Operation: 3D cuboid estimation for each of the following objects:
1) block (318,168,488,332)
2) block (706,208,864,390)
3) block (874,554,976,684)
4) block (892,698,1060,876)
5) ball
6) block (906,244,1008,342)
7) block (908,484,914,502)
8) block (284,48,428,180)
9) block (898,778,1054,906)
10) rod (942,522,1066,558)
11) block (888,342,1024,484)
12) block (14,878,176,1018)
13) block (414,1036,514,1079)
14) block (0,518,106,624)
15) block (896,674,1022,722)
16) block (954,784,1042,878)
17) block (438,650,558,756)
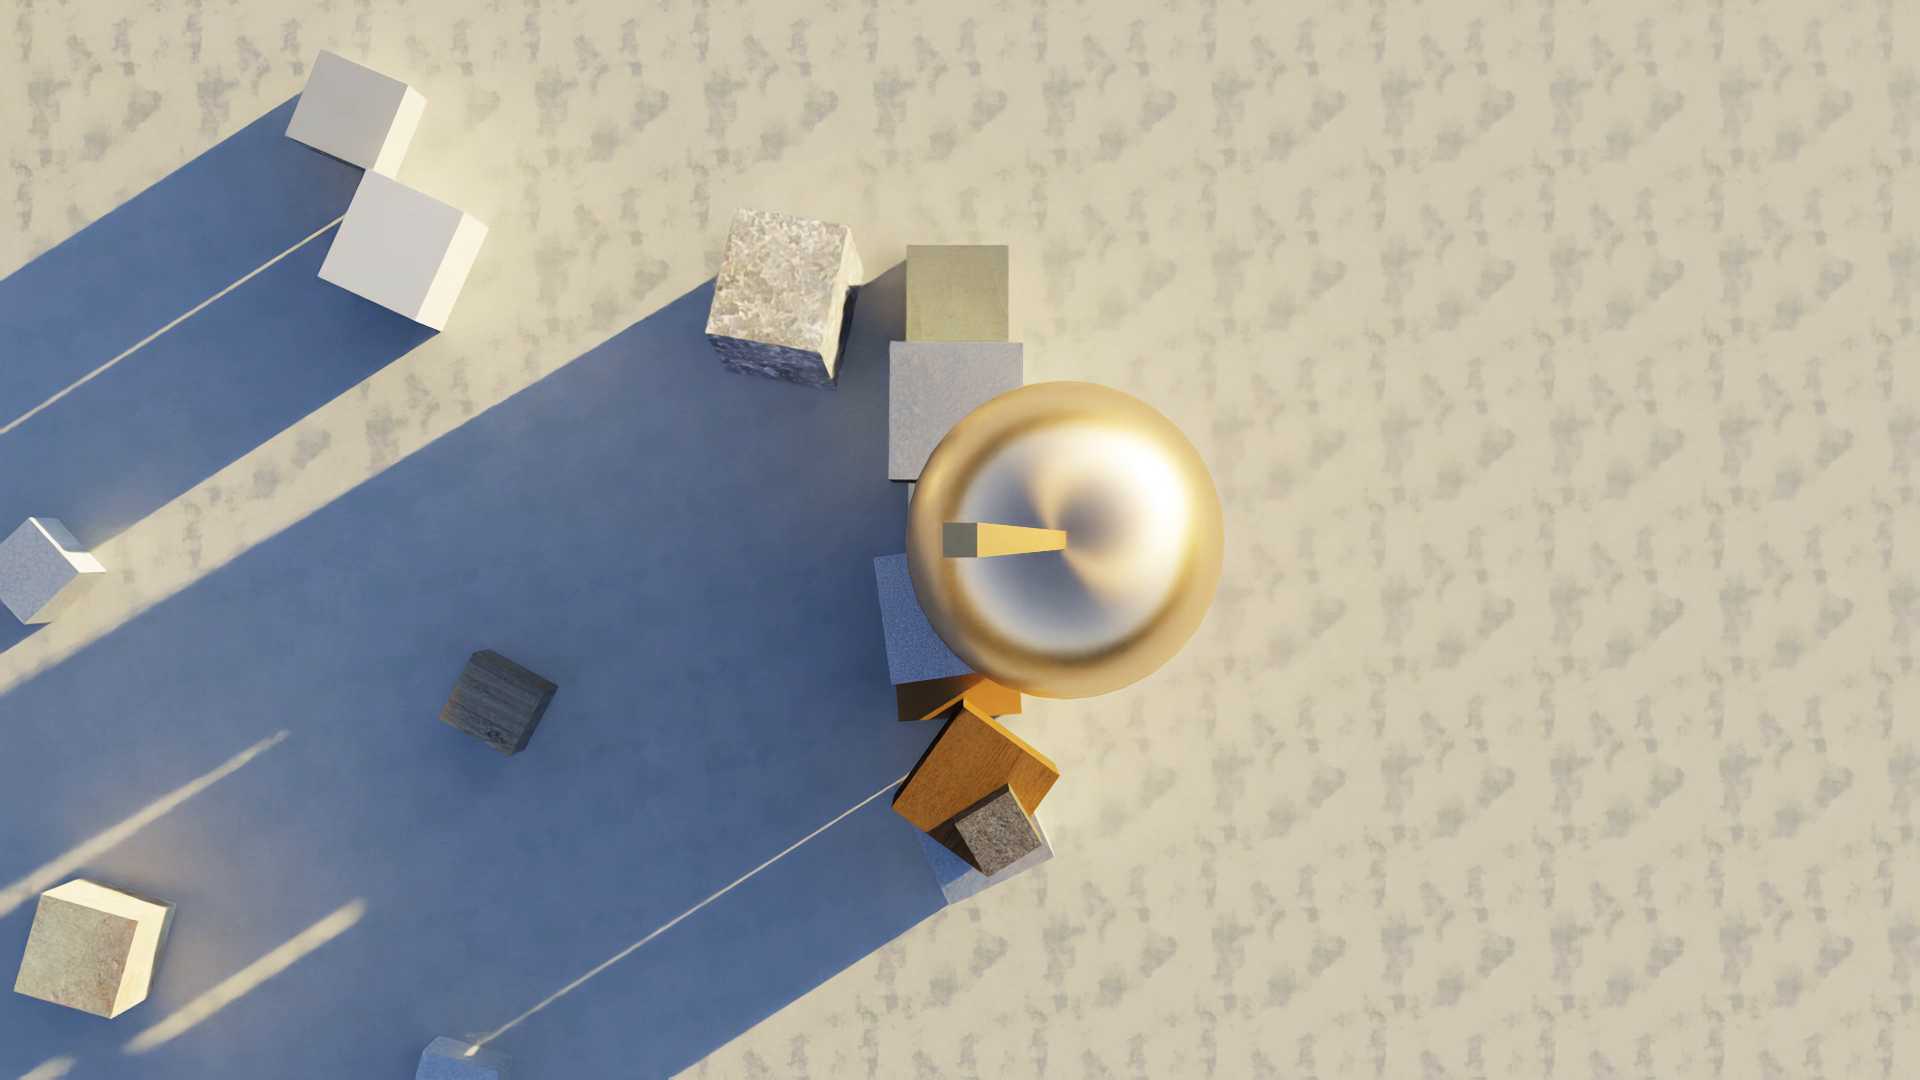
[{"bbox_3d":[-3.198,-1.664,12.683,0.604,0.634,0.672,25,90,0],"label":"block"},{"bbox_3d":[-0.988,-1.366,12.541,0.654,0.703,0.751,10,78,7],"label":"block"},{"bbox_3d":[-0.093,0.394,12.028,0.646,0.593,0.686,-8,89,0],"label":"block"},{"bbox_3d":[0.082,1.343,12.038,0.632,0.586,0.668,36,90,0],"label":"block"},{"bbox_3d":[0.522,0.000,11.015,1.600,1.600,1.600,0,90,0],"label":"ball"},{"bbox_3d":[-0.014,-1.389,12.730,0.579,0.540,0.566,0,90,0],"label":"block"},{"bbox_3d":[-0.009,-0.061,12.761,0.570,0.477,0.525,0,90,0],"label":"block"},{"bbox_3d":[-3.501,-2.454,12.776,0.541,0.447,0.537,23,90,0],"label":"block"},{"bbox_3d":[0.090,1.602,12.667,0.653,0.665,0.693,-25,90,0],"label":"block"},{"bbox_3d":[0.226,0.000,7.628,0.080,5.200,0.080,0,90,5],"label":"rod"},{"bbox_3d":[-0.021,-0.717,12.602,0.742,0.797,0.766,1,90,0],"label":"block"},{"bbox_3d":[-4.981,2.344,12.695,0.568,0.611,0.572,16,90,0],"label":"block"},{"bbox_3d":[-2.925,3.217,12.807,0.458,0.387,0.473,16,90,0],"label":"block"},{"bbox_3d":[-5.352,0.178,12.802,0.439,0.395,0.429,-43,90,0],"label":"block"},{"bbox_3d":[-0.024,0.616,12.664,0.694,0.672,0.761,-4,90,0],"label":"block"},{"bbox_3d":[0.200,1.522,11.565,0.333,0.363,0.327,-31,90,0],"label":"block"},{"bbox_3d":[-2.678,0.941,12.783,0.465,0.434,0.424,28,90,0],"label":"block"}]
